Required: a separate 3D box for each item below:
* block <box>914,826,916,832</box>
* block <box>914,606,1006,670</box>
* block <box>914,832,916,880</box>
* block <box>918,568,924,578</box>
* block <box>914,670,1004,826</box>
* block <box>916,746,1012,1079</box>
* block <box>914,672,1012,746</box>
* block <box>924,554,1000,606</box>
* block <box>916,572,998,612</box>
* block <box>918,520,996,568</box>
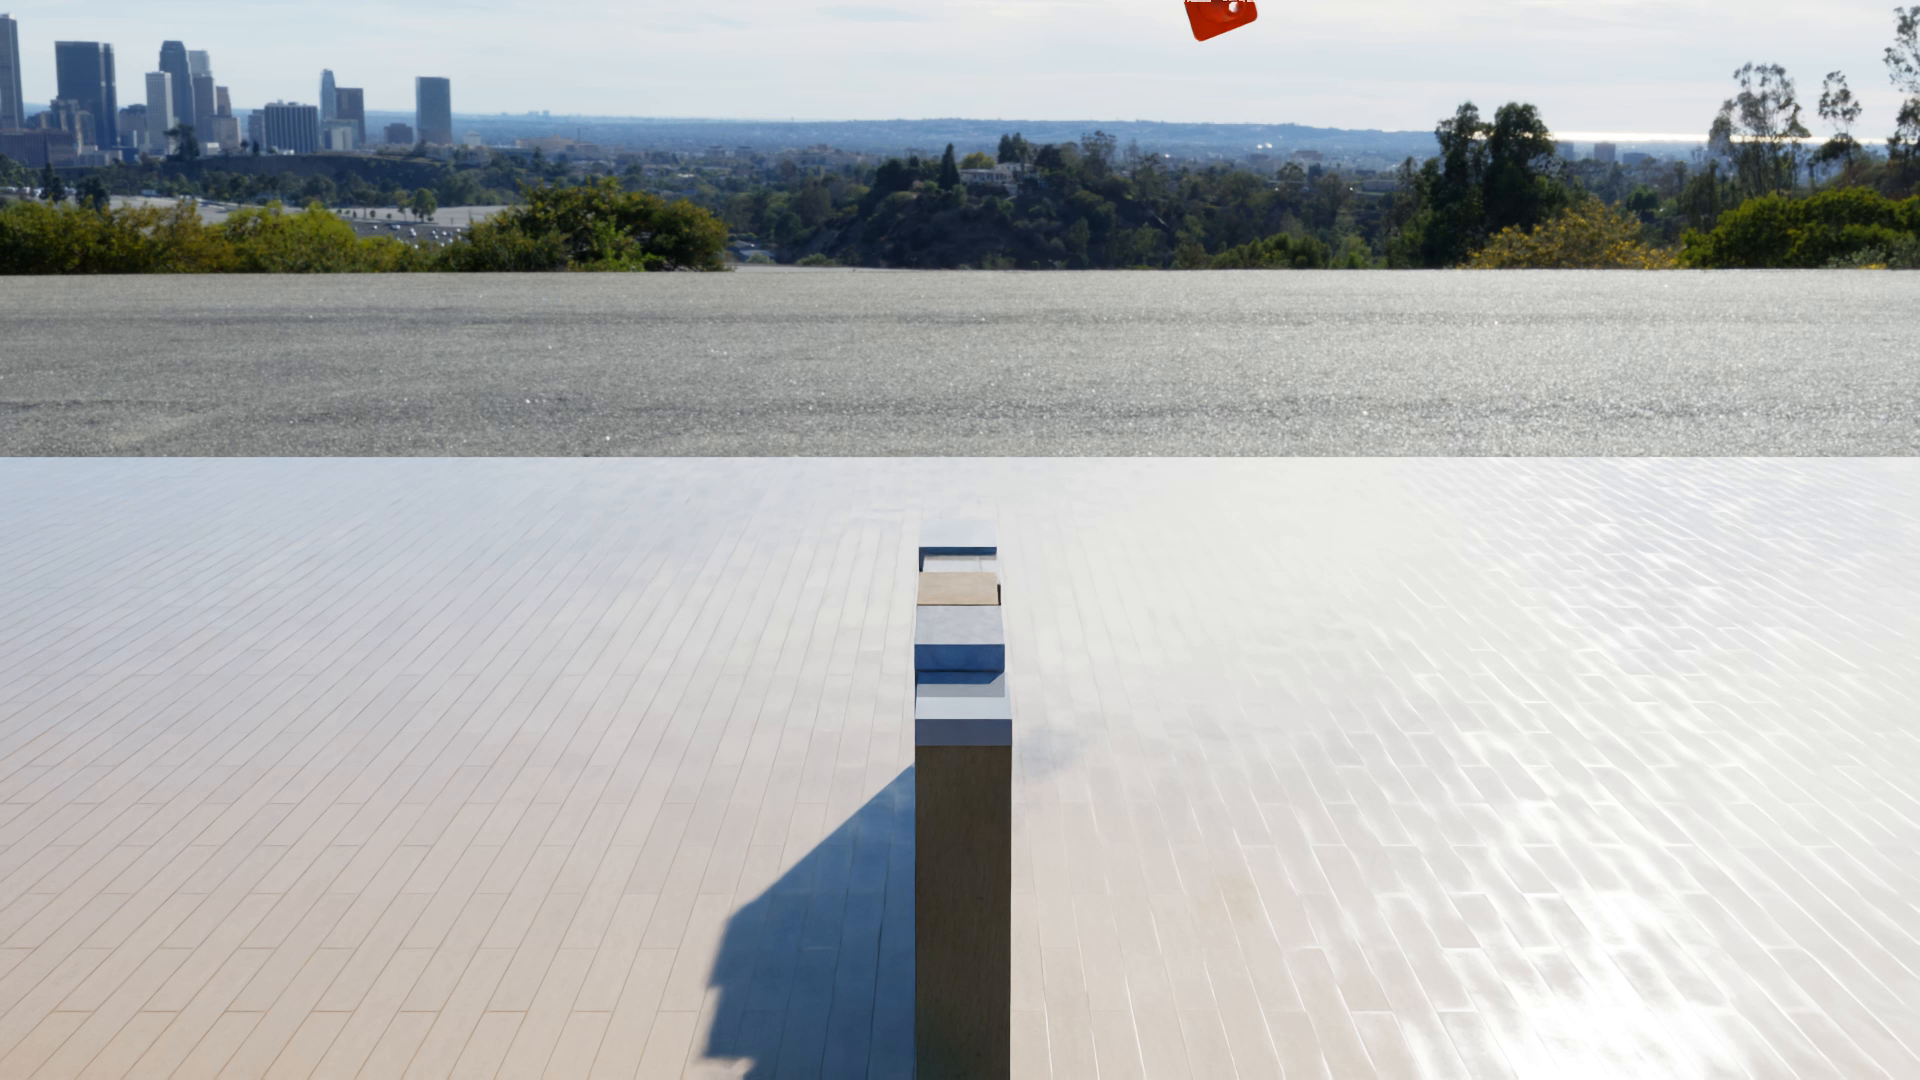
[{"bbox_3d":[-0.002,0.382,3.298,0.127,0.036,0.254,0,11,0],"label":"block"},{"bbox_3d":[-0.001,0.135,3.089,0.123,0.035,0.246,0,11,0],"label":"block"},{"bbox_3d":[-0.002,0.540,3.242,0.127,0.254,0.036,0,11,0],"label":"block"},{"bbox_3d":[-0.004,0.190,4.217,0.148,0.295,0.042,0,11,0],"label":"block"},{"bbox_3d":[-0.001,0.304,3.037,0.123,0.279,0.035,0,11,0],"label":"block"},{"bbox_3d":[0.005,0.494,2.821,0.121,0.499,0.034,0,11,0],"label":"block"},{"bbox_3d":[0.005,0.217,2.851,0.121,0.034,0.242,0,11,0],"label":"block"},{"bbox_3d":[0.003,0.071,3.998,0.139,0.039,0.277,0,11,0],"label":"block"},{"bbox_3d":[-0.004,0.089,3.333,0.120,0.034,0.239,0,11,0],"label":"block"},{"bbox_3d":[-0.004,0.006,4.283,0.148,0.042,0.295,0,11,0],"label":"block"}]
